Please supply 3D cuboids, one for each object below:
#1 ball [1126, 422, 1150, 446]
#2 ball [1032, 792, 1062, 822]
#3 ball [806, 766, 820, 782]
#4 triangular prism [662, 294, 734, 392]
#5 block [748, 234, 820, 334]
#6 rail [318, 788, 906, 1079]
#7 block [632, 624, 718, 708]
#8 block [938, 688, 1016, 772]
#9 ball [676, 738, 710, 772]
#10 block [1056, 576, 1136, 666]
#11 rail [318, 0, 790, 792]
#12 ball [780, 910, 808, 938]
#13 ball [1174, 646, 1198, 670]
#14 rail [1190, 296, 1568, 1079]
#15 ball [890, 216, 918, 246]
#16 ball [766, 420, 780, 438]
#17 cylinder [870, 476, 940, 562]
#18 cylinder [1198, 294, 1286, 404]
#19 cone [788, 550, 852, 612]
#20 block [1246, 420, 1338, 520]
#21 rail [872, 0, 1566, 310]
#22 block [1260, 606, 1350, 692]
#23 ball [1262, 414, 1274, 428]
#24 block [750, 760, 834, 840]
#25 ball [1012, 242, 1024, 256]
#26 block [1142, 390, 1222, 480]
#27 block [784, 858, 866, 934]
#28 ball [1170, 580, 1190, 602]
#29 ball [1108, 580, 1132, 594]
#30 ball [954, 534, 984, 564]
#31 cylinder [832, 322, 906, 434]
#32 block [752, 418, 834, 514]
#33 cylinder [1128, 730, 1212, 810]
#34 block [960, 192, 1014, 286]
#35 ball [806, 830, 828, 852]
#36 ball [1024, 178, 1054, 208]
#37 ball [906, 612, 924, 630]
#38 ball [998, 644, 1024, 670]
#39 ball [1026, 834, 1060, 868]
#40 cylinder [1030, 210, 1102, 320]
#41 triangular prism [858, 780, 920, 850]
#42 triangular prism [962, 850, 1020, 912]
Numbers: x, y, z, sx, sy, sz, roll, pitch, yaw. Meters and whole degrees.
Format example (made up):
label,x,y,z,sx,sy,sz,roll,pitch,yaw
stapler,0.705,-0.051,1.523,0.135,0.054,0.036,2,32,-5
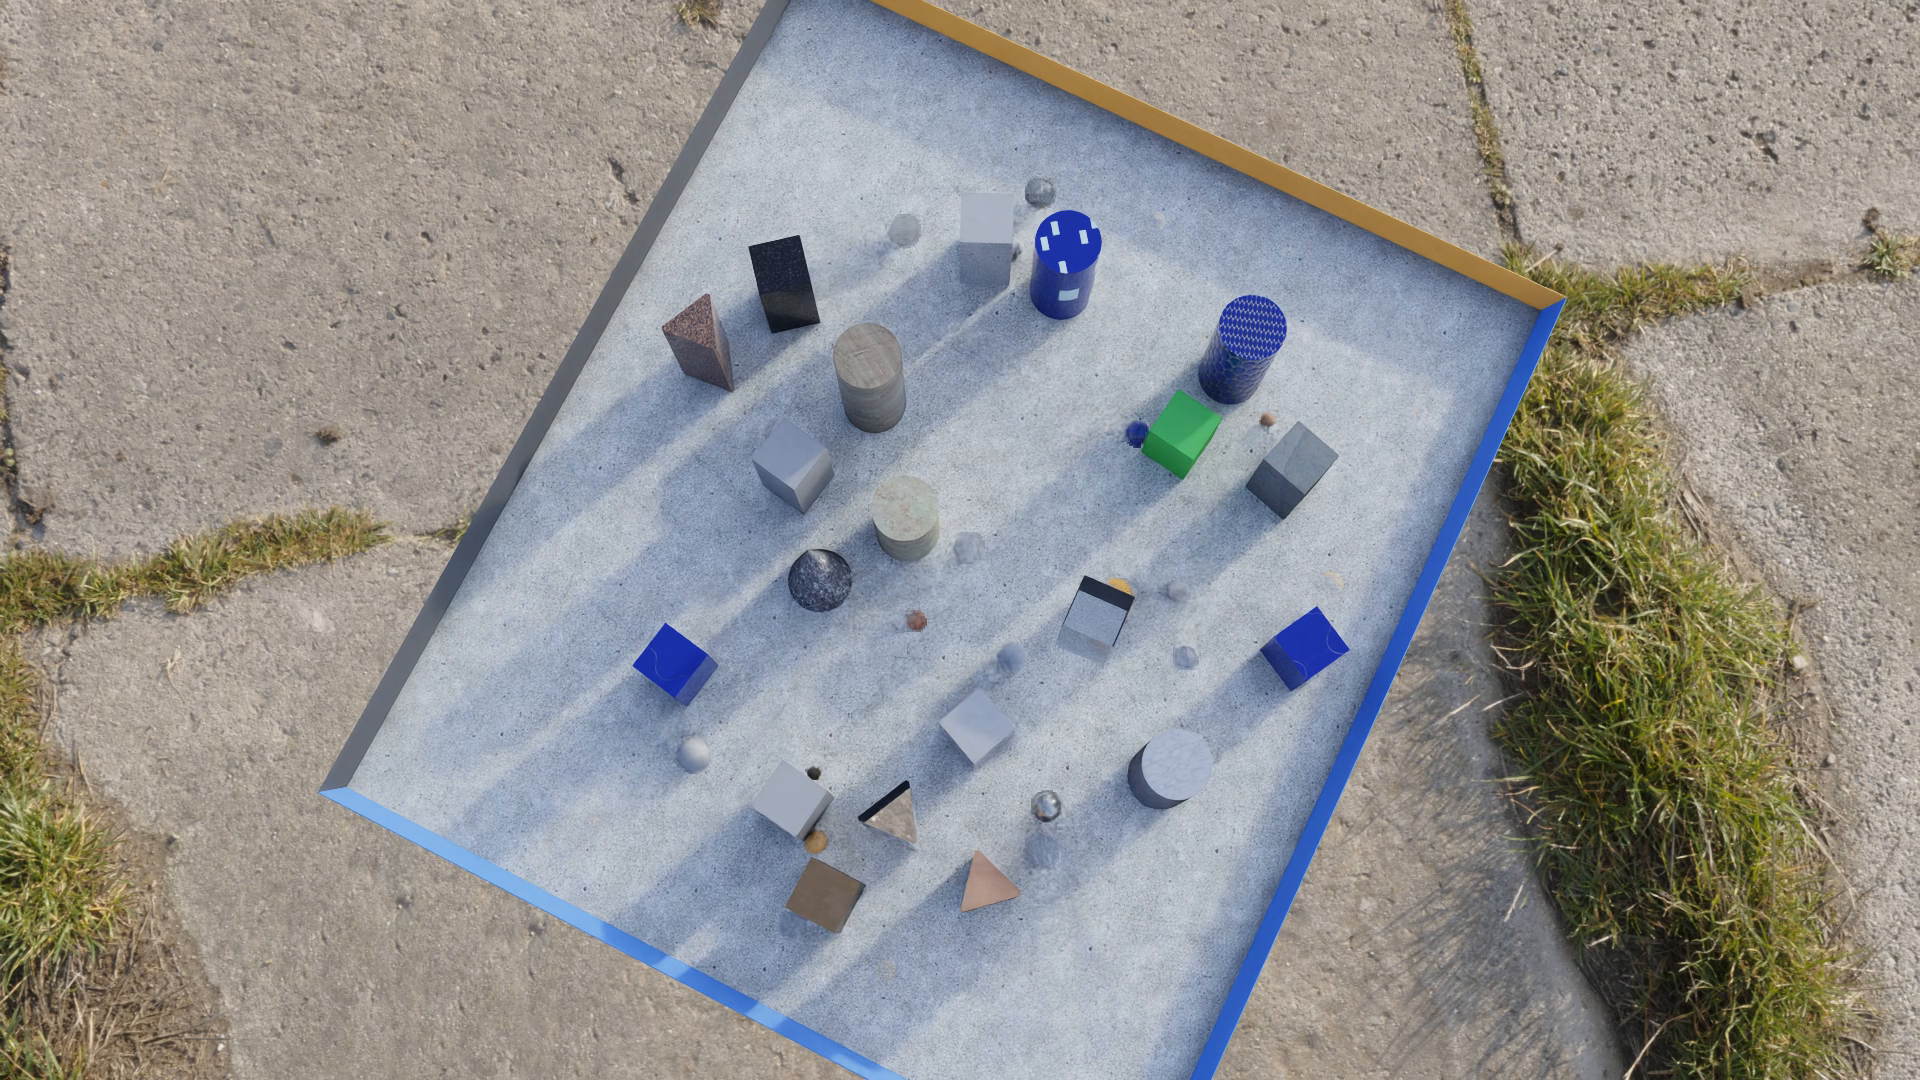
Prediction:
label,x,y,z,sx,sy,sz,roll,pitch,yaw
ball,0.548,-0.329,5.646,0.075,0.075,0.075,0,78,0
ball,0.257,0.789,5.409,0.087,0.087,0.087,0,78,0
ball,-0.434,0.694,5.433,0.042,0.042,0.042,0,78,0
triangular prism,-0.758,-0.605,5.520,0.170,0.435,0.147,21,79,4
block,-0.533,-0.776,5.592,0.157,0.363,0.157,-13,79,-3
rail,-0.666,1.312,5.279,2.669,0.127,0.045,26,80,5
block,-0.838,0.372,5.416,0.157,0.241,0.157,36,81,7
block,0.049,0.556,5.366,0.157,0.265,0.157,-39,81,-7
ball,-0.792,0.638,5.435,0.097,0.097,0.097,0,78,0
block,0.393,0.239,5.369,0.157,0.388,0.157,24,79,5
rail,-1.172,-0.567,5.668,0.045,0.127,3.028,26,80,5
ball,-0.484,1.120,5.345,0.078,0.078,0.078,0,78,0
ball,0.679,0.353,5.507,0.071,0.071,0.071,0,78,0
rail,1.172,0.581,5.430,0.045,0.127,3.028,26,80,5
ball,-0.176,-0.973,5.771,0.093,0.093,0.093,0,78,0
ball,-0.559,-0.329,5.645,0.078,0.078,0.078,0,78,0
cylinder,-0.161,-0.061,5.469,0.196,0.315,0.196,0,78,0
cylinder,0.842,-0.564,5.495,0.196,0.468,0.196,0,78,0
cone,-0.426,0.075,5.358,0.196,0.476,0.196,0,78,0
block,0.990,-0.204,5.481,0.157,0.349,0.157,42,81,8
rail,0.666,-1.298,5.819,2.669,0.127,0.045,26,80,5
block,1.016,0.324,5.418,0.157,0.258,0.157,-34,80,-7
ball,0.953,-0.370,5.671,0.043,0.043,0.043,0,78,0
block,-0.482,0.758,5.310,0.157,0.294,0.157,34,80,7
ball,0.181,-0.921,5.785,0.044,0.044,0.044,0,78,0
block,0.670,-0.318,5.553,0.157,0.253,0.157,34,80,7
block,-0.383,1.020,5.257,0.157,0.290,0.157,27,80,5
ball,0.665,0.155,5.552,0.063,0.063,0.063,0,78,0
ball,0.478,0.158,5.543,0.079,0.079,0.079,0,78,0
ball,0.027,0.026,5.564,0.092,0.092,0.092,0,78,0
cylinder,-0.265,-0.477,5.466,0.196,0.488,0.196,0,78,0
block,-0.496,-0.217,5.489,0.157,0.339,0.157,36,81,7
cylinder,0.598,0.662,5.256,0.196,0.437,0.196,0,78,0
block,0.080,-0.920,5.621,0.157,0.365,0.157,2,78,0
ball,-0.422,0.888,5.400,0.065,0.065,0.065,0,78,0
ball,0.251,-1.098,5.795,0.096,0.096,0.096,0,78,0
ball,-0.136,0.247,5.537,0.055,0.055,0.055,0,78,0
ball,0.153,0.352,5.503,0.080,0.080,0.080,0,78,0
ball,0.242,0.915,5.377,0.098,0.098,0.098,0,78,0
cylinder,0.317,-0.831,5.573,0.196,0.421,0.196,0,78,0
triangular prism,-0.171,0.769,5.209,0.170,0.486,0.147,22,79,4
triangular prism,0.066,0.961,5.214,0.170,0.398,0.147,-15,79,-3
